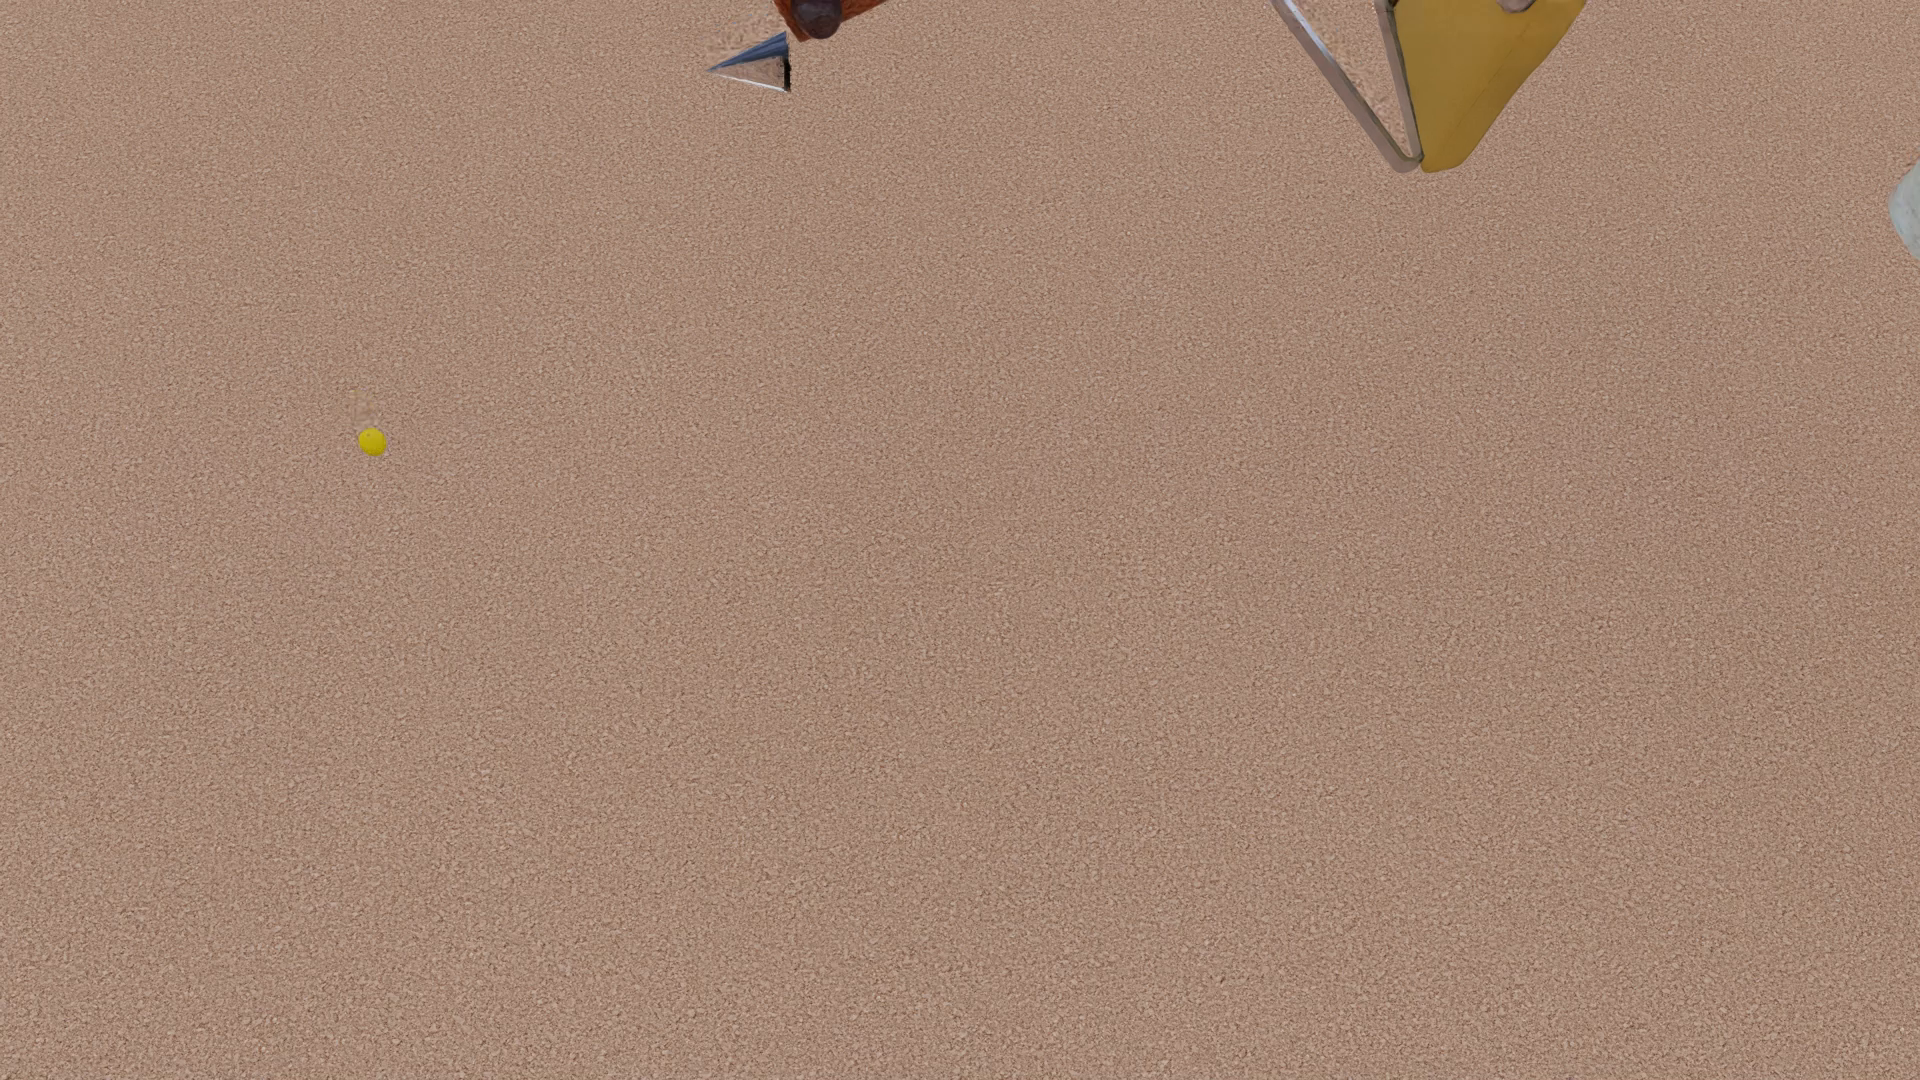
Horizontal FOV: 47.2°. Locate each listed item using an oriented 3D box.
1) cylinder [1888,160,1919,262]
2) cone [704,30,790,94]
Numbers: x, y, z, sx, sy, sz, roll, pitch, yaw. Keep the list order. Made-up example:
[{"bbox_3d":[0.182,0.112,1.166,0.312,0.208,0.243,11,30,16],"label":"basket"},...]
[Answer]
[{"bbox_3d":[1.661,-0.530,3.553,0.230,0.150,0.276,-20,64,-30],"label":"cylinder"},{"bbox_3d":[-0.483,-1.065,4.949,0.191,0.174,0.092,-8,58,-7],"label":"cone"}]
